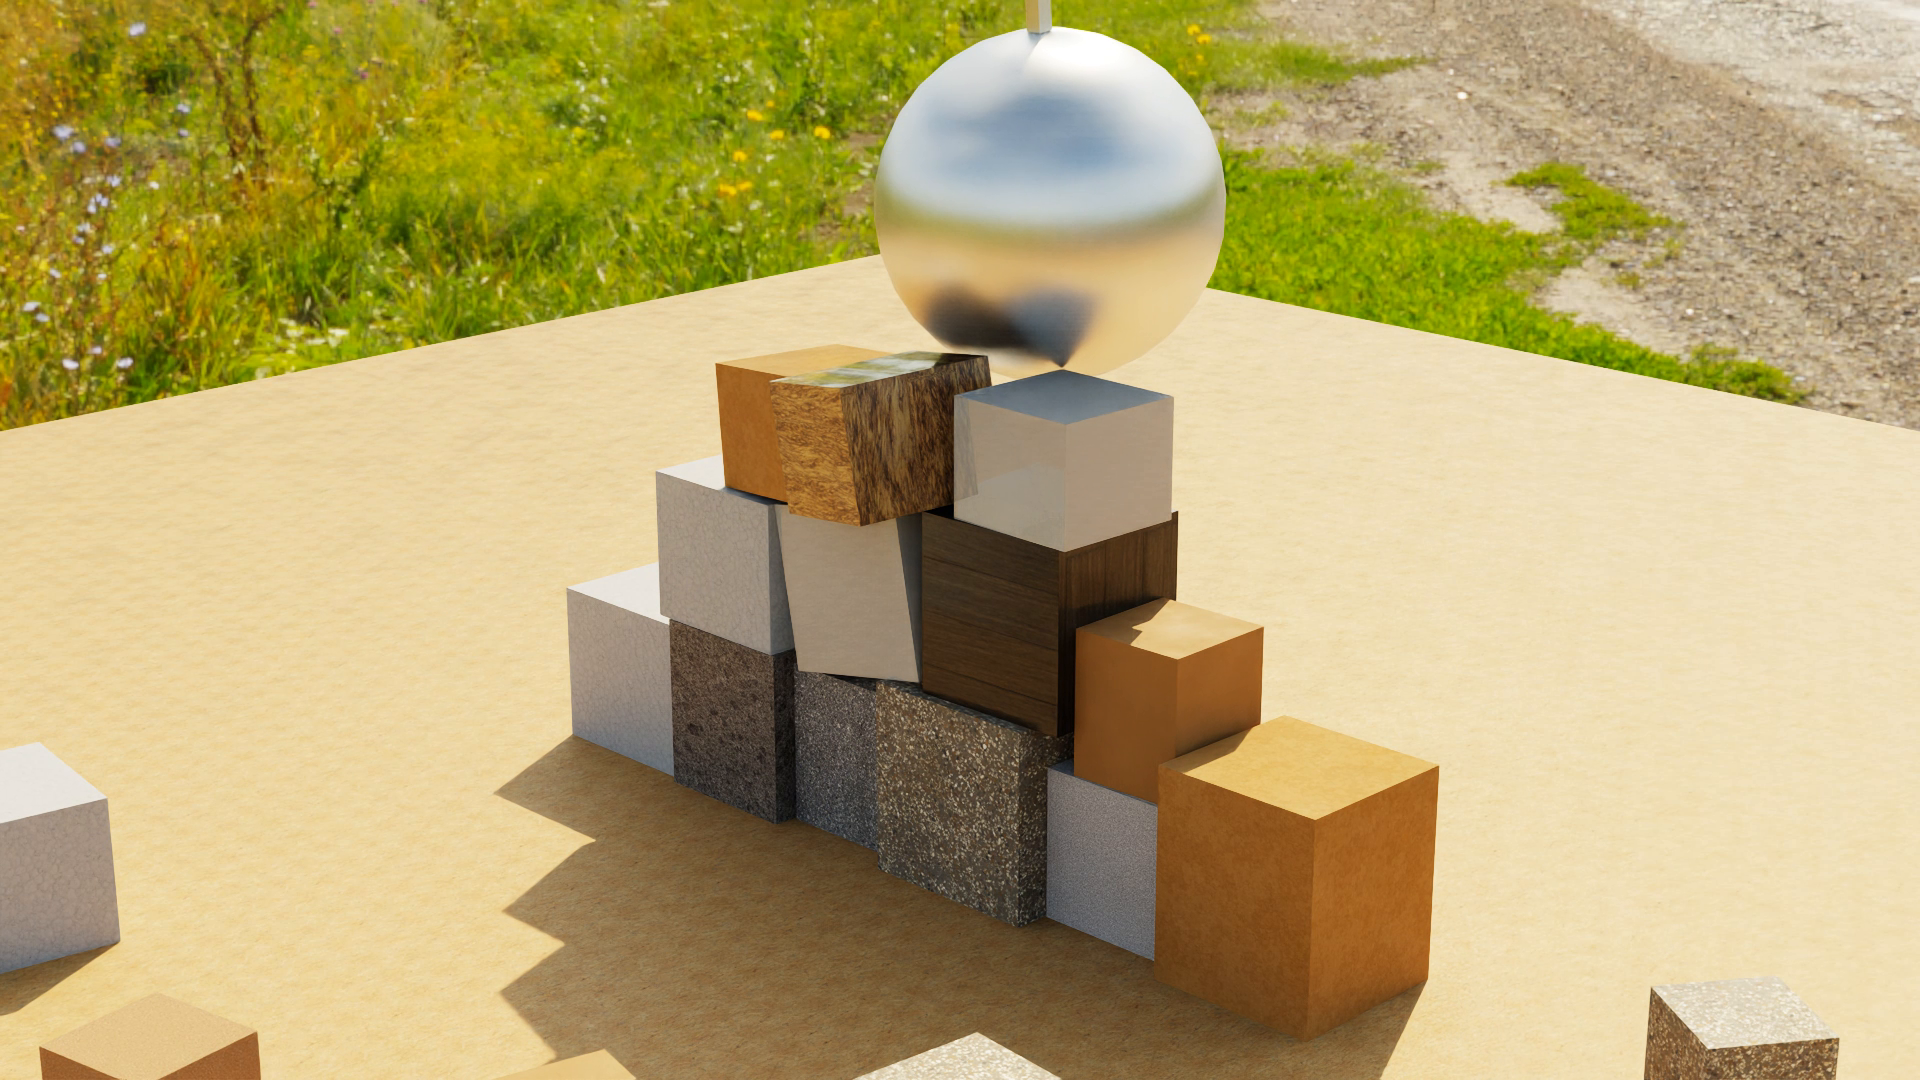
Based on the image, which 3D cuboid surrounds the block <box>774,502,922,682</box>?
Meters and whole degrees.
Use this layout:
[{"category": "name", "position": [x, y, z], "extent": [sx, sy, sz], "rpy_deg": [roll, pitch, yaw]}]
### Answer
[{"category": "block", "position": [-0.238, 0.152, 13.618], "extent": [0.798, 0.794, 0.829], "rpy_deg": [-16, 13, -42]}]

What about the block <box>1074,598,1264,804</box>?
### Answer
[{"category": "block", "position": [0.898, 0.695, 12.634], "extent": [0.562, 0.674, 0.579], "rpy_deg": [16, 23, 41]}]

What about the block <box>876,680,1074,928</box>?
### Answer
[{"category": "block", "position": [0.273, 1.075, 13.396], "extent": [0.944, 0.917, 0.900], "rpy_deg": [-17, 24, -42]}]

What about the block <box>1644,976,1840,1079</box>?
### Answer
[{"category": "block", "position": [2.962, 2.009, 11.154], "extent": [0.520, 0.478, 0.529], "rpy_deg": [-3, 18, -10]}]

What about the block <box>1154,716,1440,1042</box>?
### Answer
[{"category": "block", "position": [1.403, 1.396, 12.280], "extent": [0.822, 0.974, 0.823], "rpy_deg": [-17, 24, -42]}]

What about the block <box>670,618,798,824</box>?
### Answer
[{"category": "block", "position": [-0.833, 0.780, 14.443], "extent": [0.884, 0.852, 0.765], "rpy_deg": [-17, 24, -42]}]

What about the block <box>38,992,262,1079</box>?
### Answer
[{"category": "block", "position": [-2.942, 2.087, 10.722], "extent": [0.553, 0.588, 0.537], "rpy_deg": [12, 21, 33]}]

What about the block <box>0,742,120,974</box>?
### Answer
[{"category": "block", "position": [-4.206, 1.398, 12.769], "extent": [0.763, 0.676, 0.817], "rpy_deg": [-13, 21, -35]}]

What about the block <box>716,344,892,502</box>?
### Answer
[{"category": "block", "position": [-0.665, -0.551, 13.710], "extent": [0.671, 0.590, 0.669], "rpy_deg": [-12, 15, -33]}]

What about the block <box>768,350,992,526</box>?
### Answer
[{"category": "block", "position": [-0.324, -0.465, 13.082], "extent": [0.749, 0.610, 0.685], "rpy_deg": [-14, 12, -28]}]

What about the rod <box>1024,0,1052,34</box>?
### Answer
[{"category": "rod", "position": [0.176, -4.674, 12.058], "extent": [0.080, 5.200, 0.080], "rpy_deg": [17, 29, 42]}]

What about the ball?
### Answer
[{"category": "ball", "position": [0.407, -1.515, 13.292], "extent": [1.600, 1.600, 1.600], "rpy_deg": [0, 17, 0]}]

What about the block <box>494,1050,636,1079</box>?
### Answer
[{"category": "block", "position": [-1.386, 2.246, 10.189], "extent": [0.647, 0.605, 0.629], "rpy_deg": [-10, 20, -30]}]

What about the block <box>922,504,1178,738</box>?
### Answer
[{"category": "block", "position": [0.397, 0.277, 12.991], "extent": [0.806, 0.849, 0.787], "rpy_deg": [16, 23, 41]}]

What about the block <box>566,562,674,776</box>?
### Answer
[{"category": "block", "position": [-1.401, 0.624, 15.027], "extent": [0.843, 0.798, 0.860], "rpy_deg": [-17, 24, -42]}]

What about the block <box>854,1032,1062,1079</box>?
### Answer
[{"category": "block", "position": [0.041, 2.200, 10.380], "extent": [0.573, 0.579, 0.628], "rpy_deg": [-14, 22, -37]}]

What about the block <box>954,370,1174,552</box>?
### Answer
[{"category": "block", "position": [0.446, -0.355, 12.662], "extent": [0.666, 0.554, 0.669], "rpy_deg": [-16, 24, -42]}]

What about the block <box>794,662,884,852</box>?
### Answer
[{"category": "block", "position": [-0.292, 0.960, 13.966], "extent": [0.700, 0.794, 0.693], "rpy_deg": [-17, 24, -42]}]

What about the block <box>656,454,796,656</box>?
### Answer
[{"category": "block", "position": [-0.869, 0.013, 14.238], "extent": [0.866, 0.734, 0.825], "rpy_deg": [-16, 24, -42]}]

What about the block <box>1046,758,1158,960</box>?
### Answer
[{"category": "block", "position": [0.862, 1.347, 12.872], "extent": [0.615, 0.712, 0.741], "rpy_deg": [-17, 24, -42]}]
